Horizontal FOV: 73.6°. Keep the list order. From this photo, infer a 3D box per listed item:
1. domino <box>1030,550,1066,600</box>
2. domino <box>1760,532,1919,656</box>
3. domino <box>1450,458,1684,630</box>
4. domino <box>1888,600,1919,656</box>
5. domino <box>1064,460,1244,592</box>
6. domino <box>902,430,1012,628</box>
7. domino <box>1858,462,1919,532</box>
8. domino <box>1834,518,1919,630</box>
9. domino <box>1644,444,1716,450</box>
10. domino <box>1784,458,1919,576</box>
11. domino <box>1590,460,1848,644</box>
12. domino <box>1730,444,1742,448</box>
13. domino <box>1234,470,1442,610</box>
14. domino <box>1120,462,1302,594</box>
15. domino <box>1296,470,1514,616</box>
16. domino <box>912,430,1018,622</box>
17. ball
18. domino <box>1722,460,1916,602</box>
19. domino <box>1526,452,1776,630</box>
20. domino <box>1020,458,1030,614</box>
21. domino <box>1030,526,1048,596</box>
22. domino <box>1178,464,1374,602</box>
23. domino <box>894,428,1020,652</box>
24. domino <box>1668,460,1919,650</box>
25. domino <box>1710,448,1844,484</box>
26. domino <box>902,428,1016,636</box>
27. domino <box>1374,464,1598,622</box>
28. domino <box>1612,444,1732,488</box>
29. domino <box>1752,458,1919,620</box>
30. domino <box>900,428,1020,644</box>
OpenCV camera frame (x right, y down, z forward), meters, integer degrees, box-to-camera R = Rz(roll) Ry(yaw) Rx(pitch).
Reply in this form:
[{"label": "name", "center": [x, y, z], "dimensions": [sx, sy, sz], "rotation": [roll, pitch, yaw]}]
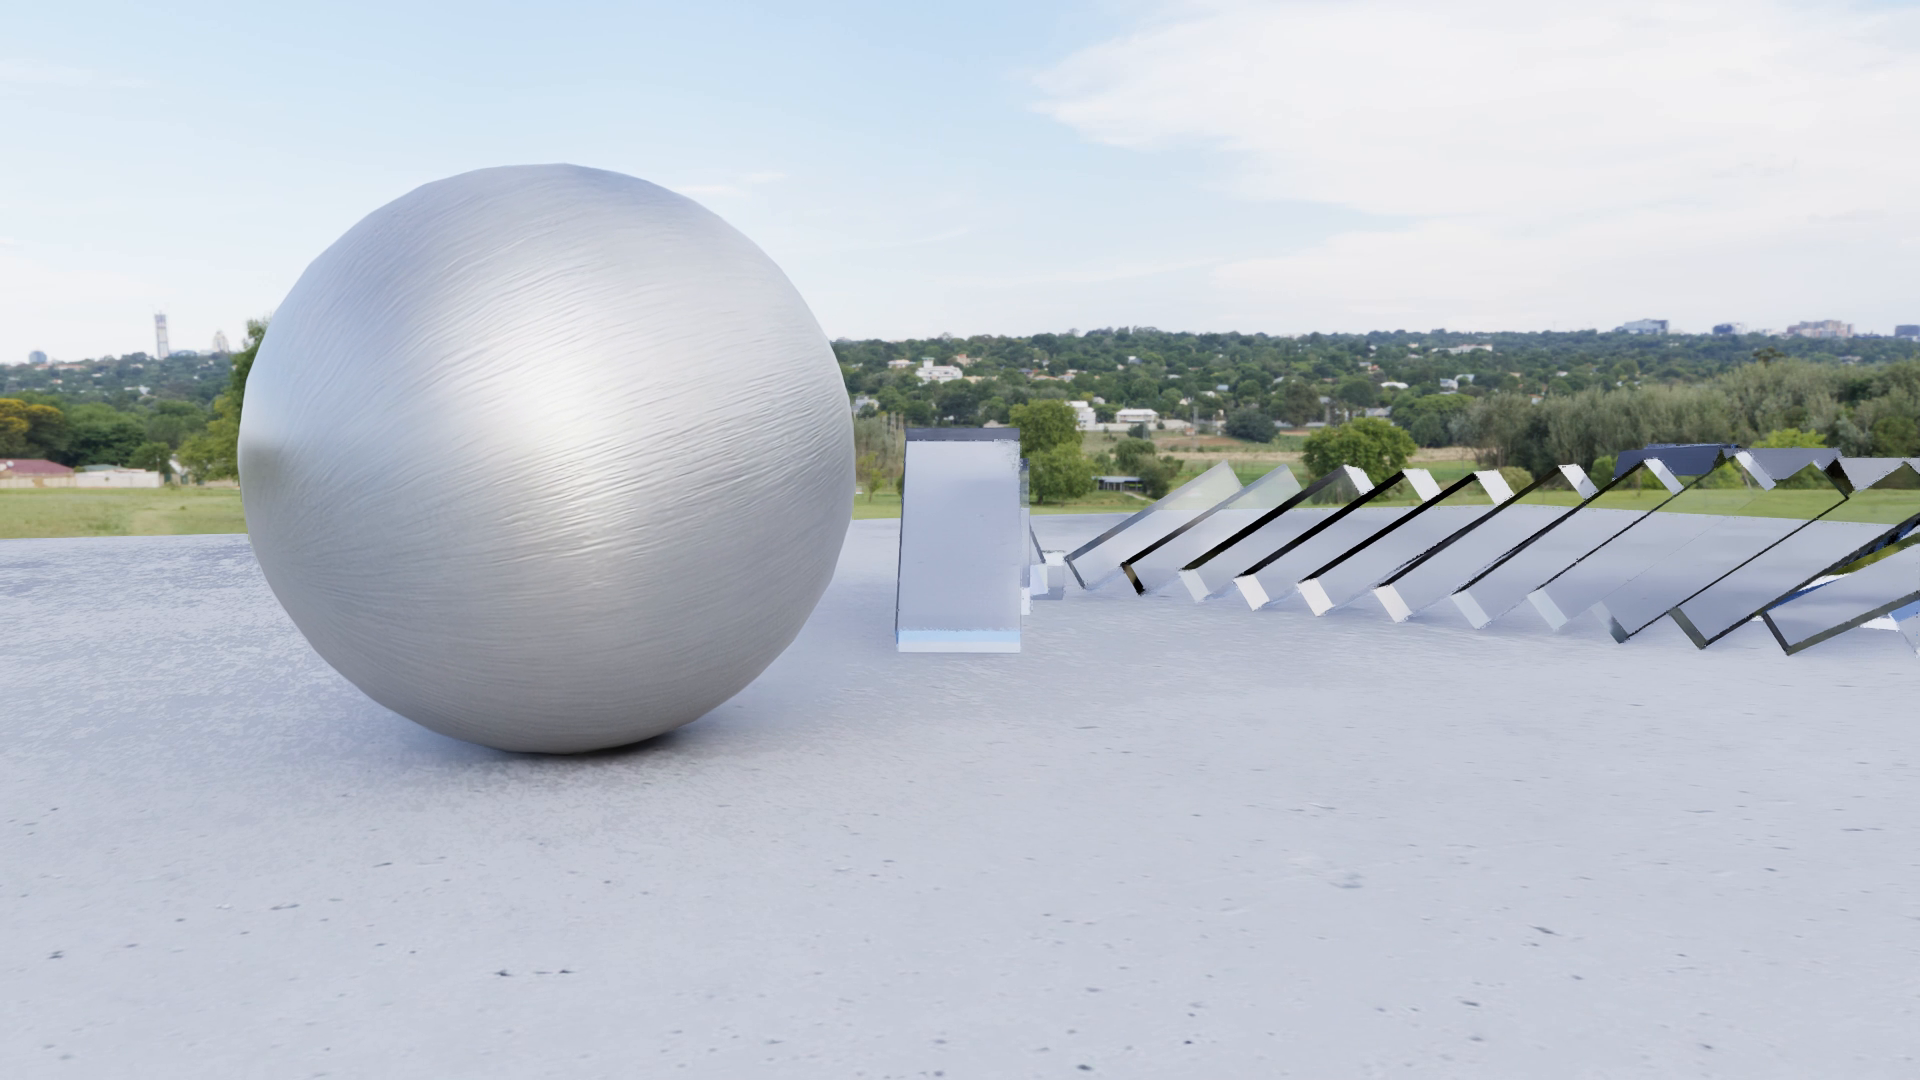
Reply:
[{"label": "domino", "center": [0.018, 0.010, 0.375], "dimensions": [0.025, 0.010, 0.050], "rotation": [0, 4, 5]}, {"label": "domino", "center": [0.188, 0.006, 0.256], "dimensions": [0.050, 0.010, 0.025], "rotation": [-35, -16, 31]}, {"label": "domino", "center": [0.139, 0.001, 0.293], "dimensions": [0.050, 0.010, 0.025], "rotation": [-43, -20, 30]}, {"label": "domino", "center": [0.207, 0.006, 0.246], "dimensions": [0.050, 0.009, 0.025], "rotation": [-34, -10, 29]}, {"label": "domino", "center": [0.054, -0.003, 0.353], "dimensions": [0.050, 0.010, 0.025], "rotation": [-32, -11, 8]}, {"label": "domino", "center": [0.000, -0.003, 0.306], "dimensions": [0.025, 0.050, 0.010], "rotation": [0, -32, 2]}, {"label": "domino", "center": [0.267, -0.002, 0.339], "dimensions": [0.025, 0.010, 0.050], "rotation": [-4, 43, -42]}, {"label": "domino", "center": [0.208, 0.000, 0.275], "dimensions": [0.025, 0.009, 0.050], "rotation": [5, -41, -13]}, {"label": "domino", "center": [0.206, -0.005, 0.346], "dimensions": [0.010, 0.050, 0.025], "rotation": [-46, 15, -9]}, {"label": "domino", "center": [0.256, -0.003, 0.353], "dimensions": [0.025, 0.010, 0.050], "rotation": [-2, 41, -49]}, {"label": "domino", "center": [0.161, 0.003, 0.273], "dimensions": [0.050, 0.009, 0.025], "rotation": [-43, -20, 29]}, {"label": "domino", "center": [0.220, -0.005, 0.355], "dimensions": [0.009, 0.050, 0.025], "rotation": [-45, 5, 0]}, {"label": "domino", "center": [0.096, 0.000, 0.325], "dimensions": [0.050, 0.009, 0.025], "rotation": [-37, -17, 29]}, {"label": "domino", "center": [0.069, -0.002, 0.346], "dimensions": [0.050, 0.010, 0.025], "rotation": [-33, -11, 14]}, {"label": "domino", "center": [0.110, 0.001, 0.315], "dimensions": [0.050, 0.009, 0.025], "rotation": [-38, -17, 30]}, {"label": "domino", "center": [0.002, -0.004, 0.318], "dimensions": [0.025, 0.050, 0.010], "rotation": [0, -32, 2]}, {"label": "ball", "center": [-0.054, -0.011, 0.178], "dimensions": [0.080, 0.080, 0.080], "rotation": [0, 4, 0]}, {"label": "domino", "center": [0.242, -0.004, 0.362], "dimensions": [0.050, 0.009, 0.025], "rotation": [45, 27, 25]}, {"label": "domino", "center": [0.152, 0.000, 0.282], "dimensions": [0.050, 0.009, 0.025], "rotation": [-44, -21, 31]}, {"label": "domino", "center": [0.006, -0.002, 0.335], "dimensions": [0.025, 0.010, 0.050], "rotation": [0, 43, 2]}, {"label": "domino", "center": [0.006, -0.002, 0.355], "dimensions": [0.025, 0.010, 0.050], "rotation": [-8, 34, -7]}, {"label": "domino", "center": [0.084, -0.001, 0.335], "dimensions": [0.050, 0.010, 0.025], "rotation": [-36, -16, 24]}, {"label": "domino", "center": [0.000, -0.001, 0.271], "dimensions": [0.025, 0.050, 0.009], "rotation": [0, -32, 2]}, {"label": "domino", "center": [0.173, 0.003, 0.264], "dimensions": [0.050, 0.009, 0.025], "rotation": [-43, -20, 29]}, {"label": "domino", "center": [0.190, -0.001, 0.310], "dimensions": [0.025, 0.009, 0.050], "rotation": [1, -40, 7]}, {"label": "domino", "center": [0.000, -0.003, 0.295], "dimensions": [0.025, 0.050, 0.009], "rotation": [0, -32, 2]}, {"label": "domino", "center": [0.125, 0.001, 0.304], "dimensions": [0.050, 0.010, 0.025], "rotation": [-41, -19, 30]}, {"label": "domino", "center": [0.190, -0.003, 0.331], "dimensions": [0.025, 0.009, 0.050], "rotation": [-2, -40, 45]}, {"label": "domino", "center": [0.198, 0.001, 0.293], "dimensions": [0.025, 0.009, 0.050], "rotation": [0, -36, -5]}, {"label": "domino", "center": [0.001, -0.002, 0.283], "dimensions": [0.025, 0.050, 0.009], "rotation": [0, -32, 2]}]
